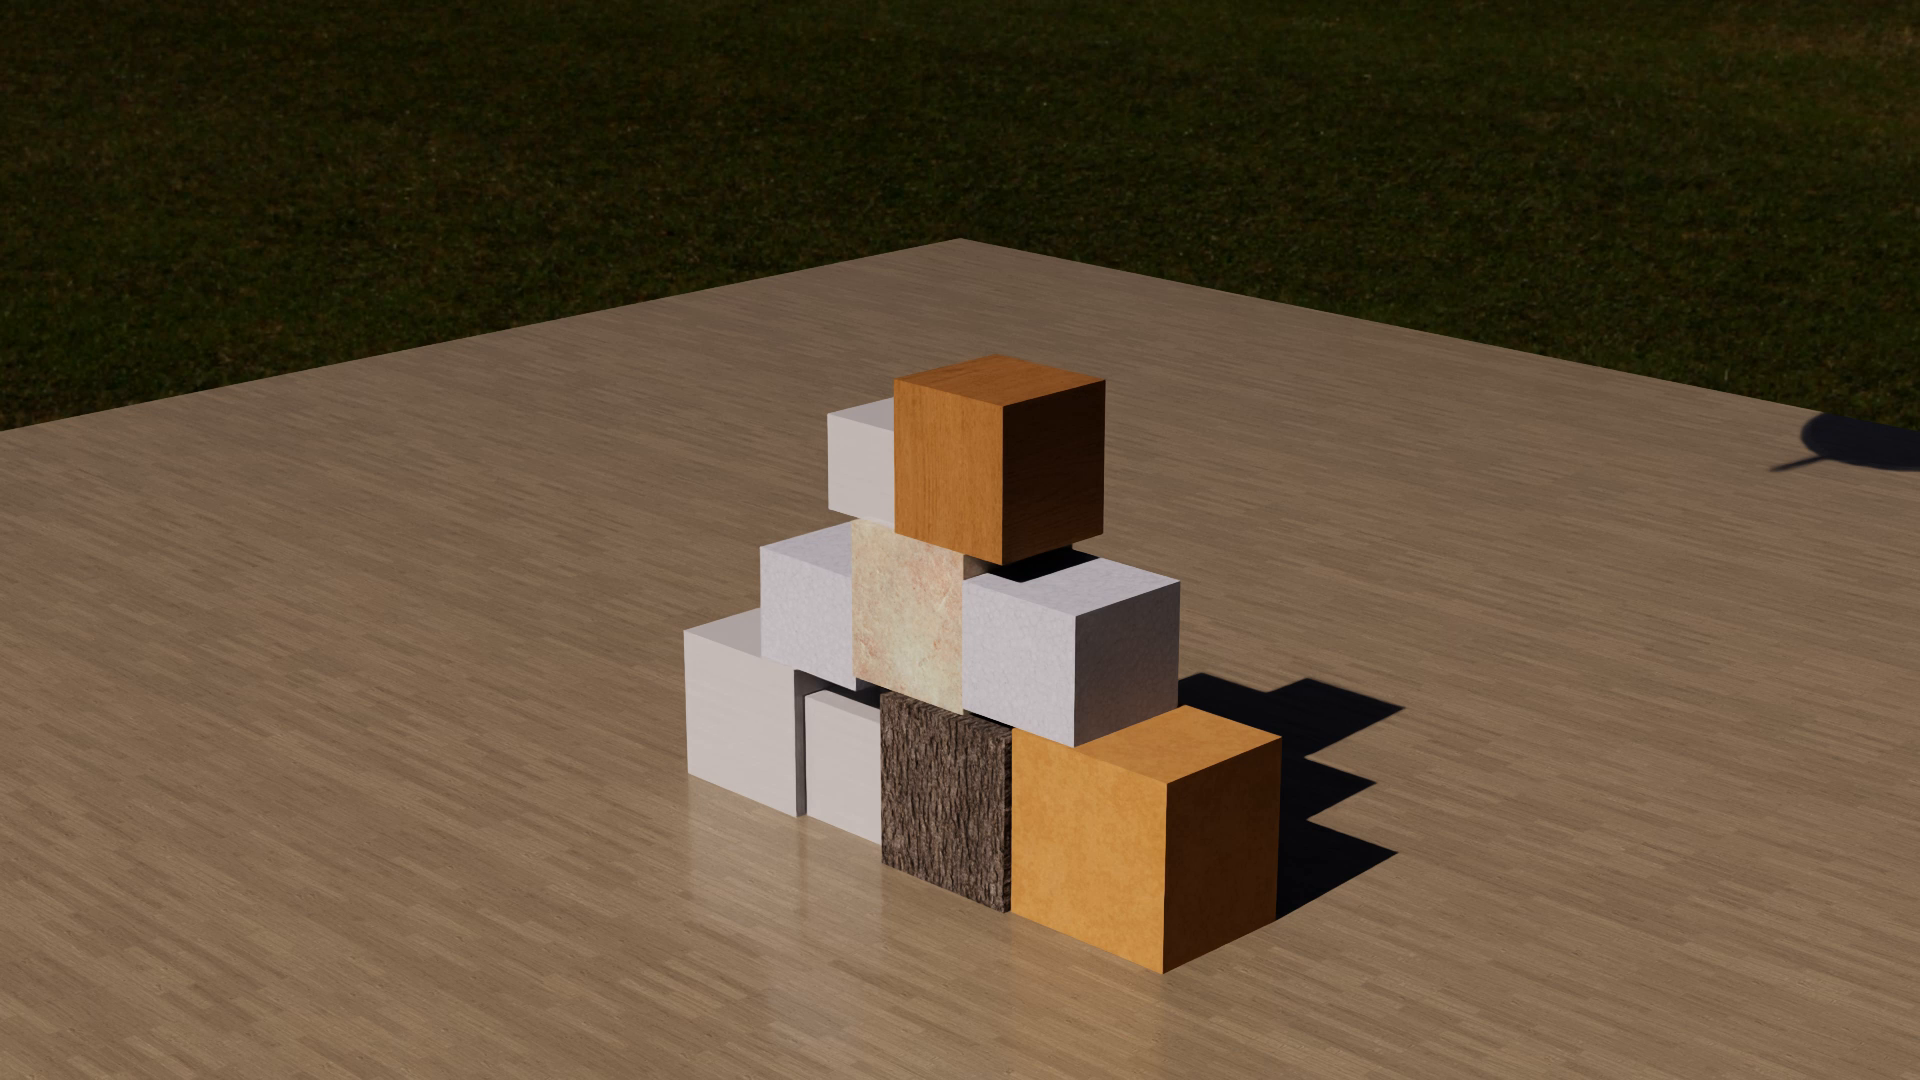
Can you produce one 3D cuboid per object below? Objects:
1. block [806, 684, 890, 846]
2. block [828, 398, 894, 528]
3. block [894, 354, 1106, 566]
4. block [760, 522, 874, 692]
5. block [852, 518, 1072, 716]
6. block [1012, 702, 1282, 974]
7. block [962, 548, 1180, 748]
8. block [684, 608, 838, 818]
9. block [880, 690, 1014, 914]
[{"bbox_3d":[-0.303,1.043,14.010,0.572,0.610,0.656,-17,24,-42],"label":"block"},{"bbox_3d":[-0.239,-0.370,13.480,0.560,0.454,0.474,-17,24,-42],"label":"block"},{"bbox_3d":[0.175,-0.370,13.050,0.651,0.713,0.672,-17,24,-42],"label":"block"},{"bbox_3d":[-0.508,0.306,13.949,0.586,0.547,0.662,-17,25,-42],"label":"block"},{"bbox_3d":[0.009,0.273,13.447,0.706,0.752,0.721,-17,24,-42],"label":"block"},{"bbox_3d":[0.813,1.255,12.894,0.759,0.873,0.895,-17,24,-42],"label":"block"},{"bbox_3d":[0.489,0.464,12.960,0.679,0.598,0.677,-17,24,-42],"label":"block"},{"bbox_3d":[-0.829,0.817,14.487,0.687,0.754,0.808,-17,24,-42],"label":"block"},{"bbox_3d":[0.193,1.099,13.459,0.783,0.832,0.791,-17,24,-42],"label":"block"}]
